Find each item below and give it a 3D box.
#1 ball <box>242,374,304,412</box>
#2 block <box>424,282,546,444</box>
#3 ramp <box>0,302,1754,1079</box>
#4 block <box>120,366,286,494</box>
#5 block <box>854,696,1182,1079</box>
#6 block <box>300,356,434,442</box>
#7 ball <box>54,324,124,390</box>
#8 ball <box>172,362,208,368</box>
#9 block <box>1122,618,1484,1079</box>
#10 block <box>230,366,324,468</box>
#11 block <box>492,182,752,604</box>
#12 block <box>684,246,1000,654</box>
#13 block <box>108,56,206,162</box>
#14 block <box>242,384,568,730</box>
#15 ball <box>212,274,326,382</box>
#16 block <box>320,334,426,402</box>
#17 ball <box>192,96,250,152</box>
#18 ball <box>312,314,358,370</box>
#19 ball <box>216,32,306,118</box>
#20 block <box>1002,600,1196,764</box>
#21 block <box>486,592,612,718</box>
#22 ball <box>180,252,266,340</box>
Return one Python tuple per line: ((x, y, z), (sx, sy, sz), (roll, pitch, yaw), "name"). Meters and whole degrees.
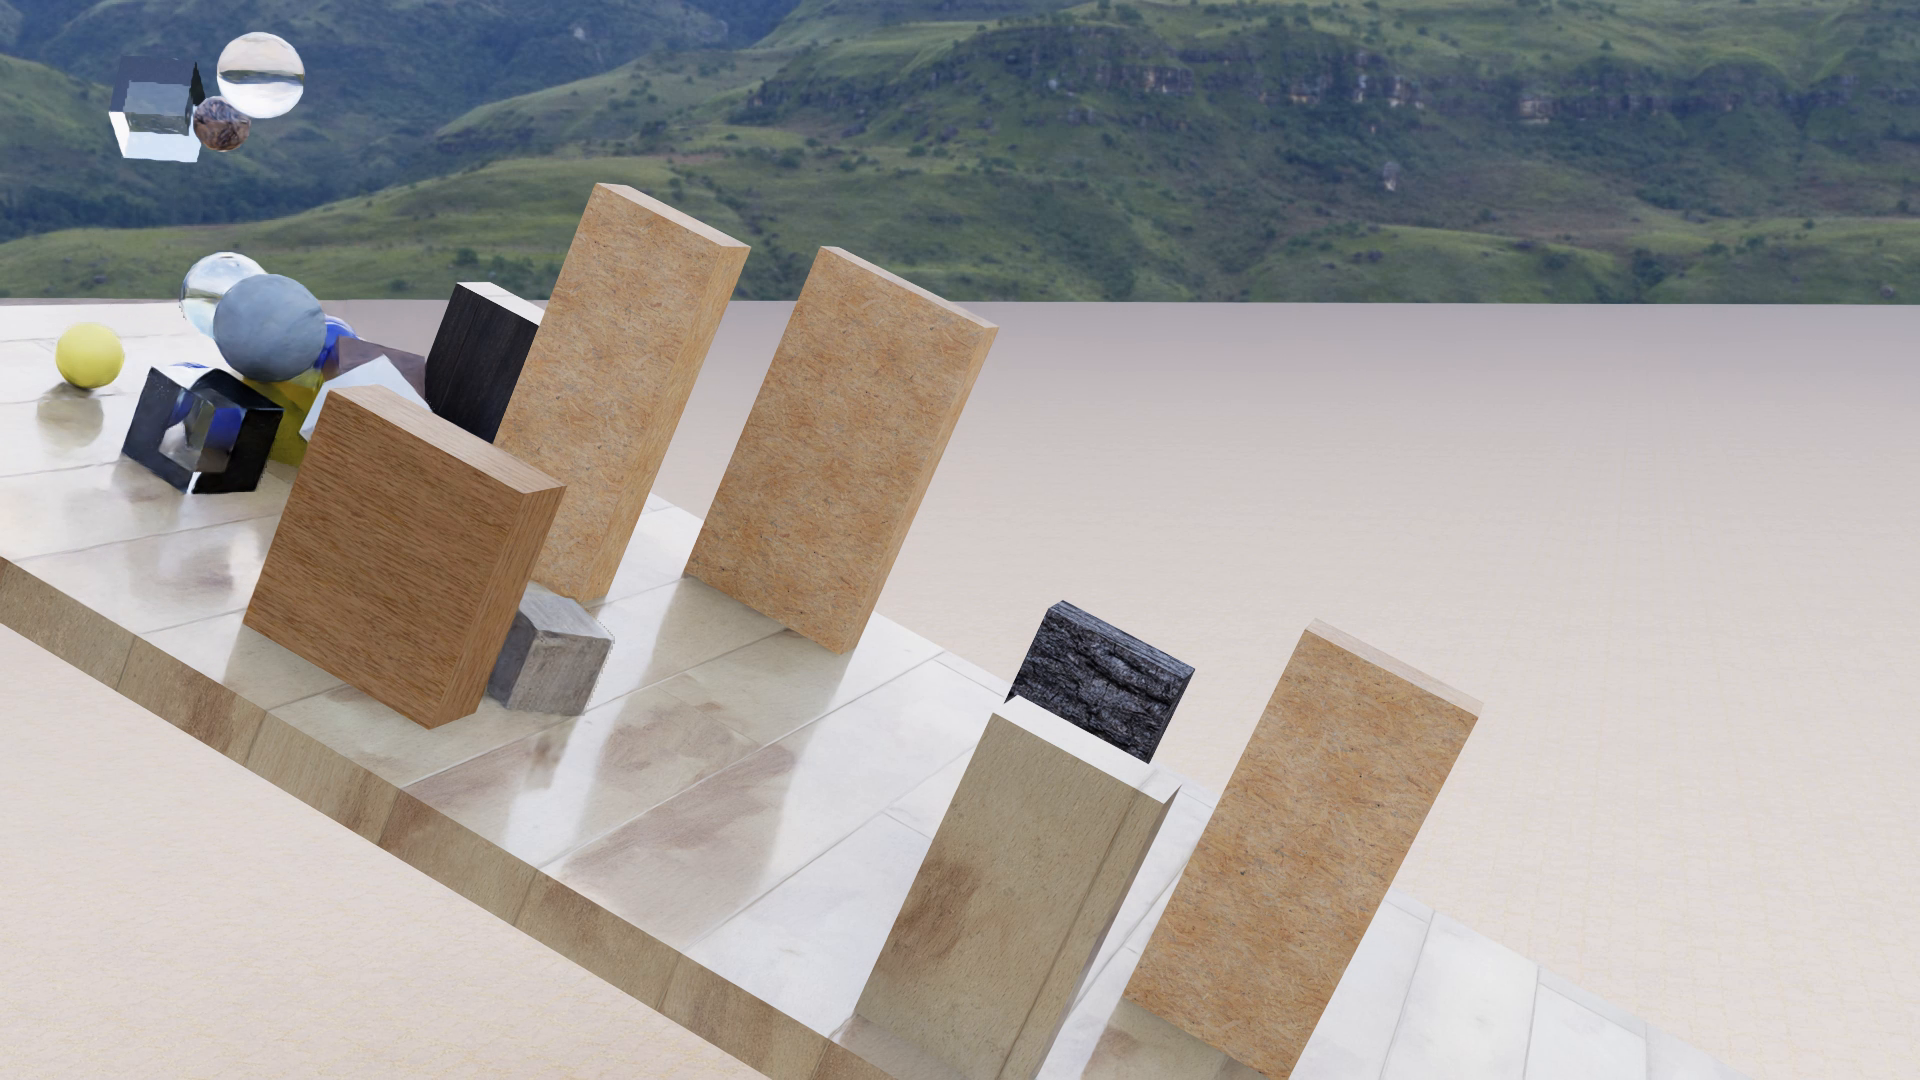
((-1.451, -0.332, 4.646), (0.122, 0.122, 0.122), (0, 7, 0), "ball")
((-0.932, -0.255, 4.578), (0.384, 0.437, 0.138), (27, 14, 12), "block")
((-0.267, 0.456, 4.172), (4.000, 0.100, 2.000), (27, 14, 12), "ramp")
((-1.414, -0.205, 4.110), (0.176, 0.176, 0.176), (30, 14, 21), "block")
((0.083, 0.522, 3.211), (0.274, 0.507, 0.133), (27, 14, 12), "block")
((-1.112, -0.221, 4.129), (0.151, 0.151, 0.151), (-21, 36, 22), "block")
((-1.703, -0.359, 4.303), (0.128, 0.128, 0.128), (0, 7, 0), "ball")
((-1.517, -0.285, 4.327), (0.134, 0.134, 0.134), (0, 7, 0), "ball")
((0.564, 0.516, 3.644), (0.305, 0.704, 0.123), (27, 14, 12), "block")
((-1.385, -0.268, 4.418), (0.165, 0.165, 0.165), (18, 14, -28), "block")
((-0.711, -0.289, 4.362), (0.290, 0.773, 0.142), (27, 14, 12), "block")
((-0.262, -0.193, 4.764), (0.403, 0.780, 0.109), (27, 14, 12), "block")
((-1.730, -0.931, 4.753), (0.154, 0.154, 0.154), (3, -29, -6), "block")
((-0.905, 0.023, 3.580), (0.375, 0.425, 0.149), (27, 14, 12), "block")
((-1.329, -0.408, 4.237), (0.209, 0.209, 0.209), (0, 7, 0), "ball")
((-1.210, -0.273, 4.489), (0.180, 0.180, 0.180), (14, -45, -29), "block")
((-1.590, -0.896, 4.736), (0.119, 0.119, 0.119), (0, 7, 0), "ball")
((-1.322, -0.398, 4.580), (0.141, 0.141, 0.141), (0, 7, 0), "ball")
((-1.467, -0.975, 4.618), (0.178, 0.178, 0.178), (0, 7, 0), "ball")
((0.192, 0.389, 3.968), (0.271, 0.482, 0.106), (27, 14, 12), "block")
((-0.729, 0.195, 3.814), (0.154, 0.154, 0.154), (11, 19, -44), "block")
((-1.537, -0.510, 4.619), (0.188, 0.188, 0.188), (0, 7, 0), "ball")
